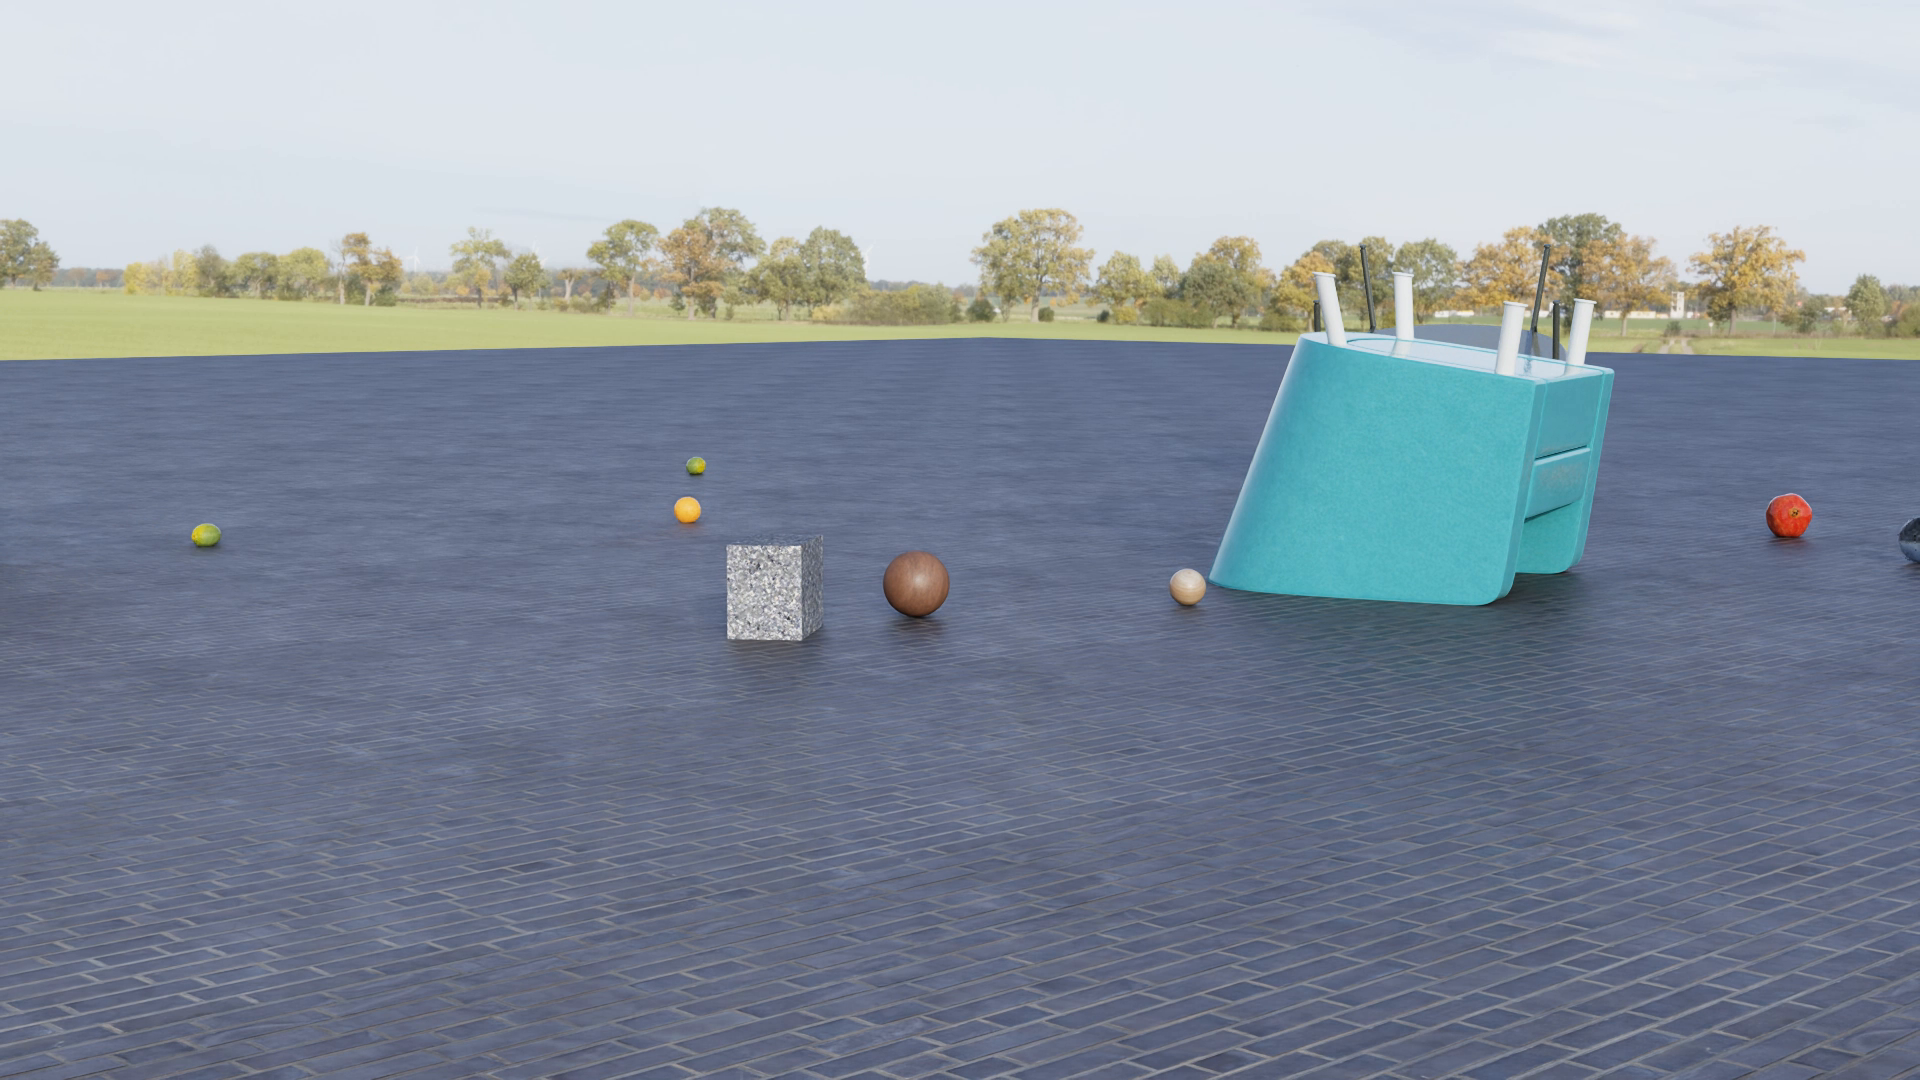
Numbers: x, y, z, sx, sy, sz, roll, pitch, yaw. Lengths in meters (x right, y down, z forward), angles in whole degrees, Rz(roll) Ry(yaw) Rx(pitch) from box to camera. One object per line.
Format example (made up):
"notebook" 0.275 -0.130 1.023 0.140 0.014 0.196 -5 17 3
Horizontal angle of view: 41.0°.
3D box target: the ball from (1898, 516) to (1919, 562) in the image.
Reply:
"ball" 2.214 -0.001 5.893 0.107 0.107 0.107 0 6 0

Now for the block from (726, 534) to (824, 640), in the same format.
"block" -0.341 0.085 4.750 0.137 0.172 0.210 1 6 8

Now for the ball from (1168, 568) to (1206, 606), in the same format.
"ball" 0.455 0.094 5.134 0.074 0.074 0.074 0 6 0
